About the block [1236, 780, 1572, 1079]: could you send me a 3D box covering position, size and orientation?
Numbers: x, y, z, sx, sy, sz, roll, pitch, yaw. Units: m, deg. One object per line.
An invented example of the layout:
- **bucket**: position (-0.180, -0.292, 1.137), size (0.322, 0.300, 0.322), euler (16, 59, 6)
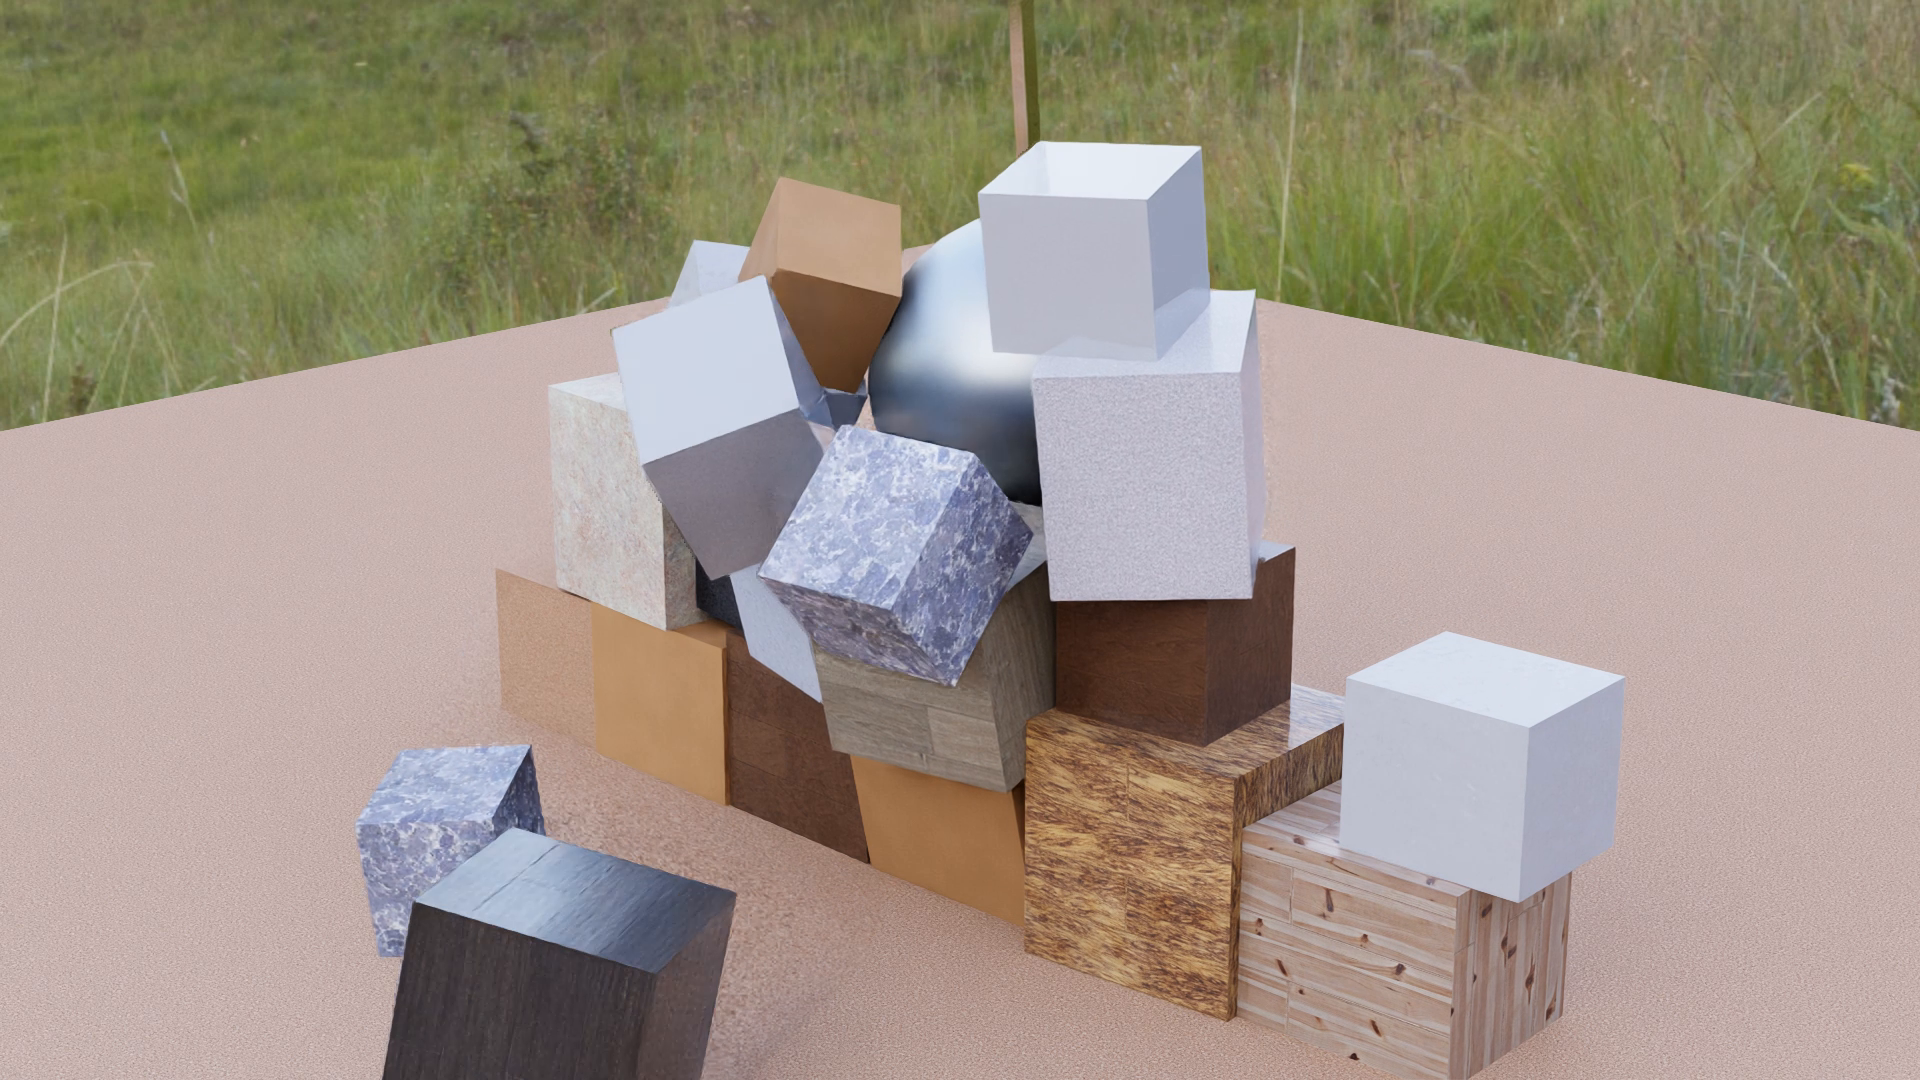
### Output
- **block**: position (1.813, 1.565, 11.967), size (1.009, 0.839, 0.888), euler (15, 23, 39)

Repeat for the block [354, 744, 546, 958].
- **block**: position (-2.197, 1.350, 12.795), size (0.595, 0.644, 0.710), euler (-3, 22, 7)

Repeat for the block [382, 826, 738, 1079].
- **block**: position (-1.483, 1.720, 10.893), size (0.929, 0.860, 0.922), euler (15, 14, 11)

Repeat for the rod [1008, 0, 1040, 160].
- **rod**: position (0.163, -3.899, 12.287), size (0.080, 5.200, 0.080), euler (17, 29, 42)

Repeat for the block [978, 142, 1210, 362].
- **block**: position (0.551, -1.167, 11.770), size (0.700, 0.669, 0.670), euler (5, 27, 23)

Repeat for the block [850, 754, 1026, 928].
- **block**: position (0.184, 1.071, 13.275), size (1.017, 0.834, 0.846), euler (16, 36, 41)

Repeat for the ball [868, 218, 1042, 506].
- **ball**: position (0.375, -0.731, 13.505), size (1.600, 1.600, 1.600), euler (0, 17, 0)

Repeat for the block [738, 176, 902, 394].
- **block**: position (-0.647, -1.157, 13.363), size (0.576, 0.658, 0.592), euler (12, 47, -16)

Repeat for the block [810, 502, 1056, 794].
- **block**: position (0.020, 0.412, 12.732), size (0.947, 0.860, 0.917), euler (11, 33, 35)

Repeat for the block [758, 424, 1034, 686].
- **block**: position (-0.253, 0.059, 11.886), size (0.673, 0.613, 0.741), euler (14, 66, 35)

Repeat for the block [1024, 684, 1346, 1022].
- **block**: position (1.028, 1.244, 12.595), size (1.053, 1.074, 1.084), euler (14, 22, 37)

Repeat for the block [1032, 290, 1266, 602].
- **block**: position (0.796, -0.395, 12.010), size (0.815, 0.972, 0.924), euler (-1, 25, 10)

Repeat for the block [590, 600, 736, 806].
- **block**: position (-1.163, 0.701, 14.759), size (0.929, 0.813, 1.010), euler (-17, 24, -42)

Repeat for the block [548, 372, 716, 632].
- **block**: position (-1.378, -0.258, 14.703), size (0.962, 1.050, 0.934), euler (-15, 23, -39)

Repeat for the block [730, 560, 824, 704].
- **block**: position (-0.592, 0.135, 13.411), size (0.694, 0.850, 0.683), euler (-25, 30, -25)

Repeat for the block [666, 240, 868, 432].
- **block**: position (-0.952, -0.822, 13.877), size (0.741, 0.692, 0.872), euler (6, 50, -21)

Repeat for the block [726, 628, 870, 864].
- **block**: position (-0.466, 0.880, 14.055), size (0.851, 0.894, 0.987), euler (-16, 24, -42)

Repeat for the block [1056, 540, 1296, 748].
- **block**: position (0.913, 0.376, 12.421), size (0.735, 0.686, 0.709), euler (12, 21, 34)

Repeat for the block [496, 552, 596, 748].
- **block**: position (-1.813, 0.514, 15.401), size (0.877, 0.784, 0.842), euler (-17, 24, -42)

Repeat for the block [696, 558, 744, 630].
- **block**: position (-0.815, 0.052, 14.140), size (0.661, 0.634, 0.690), euler (-12, 21, -34)

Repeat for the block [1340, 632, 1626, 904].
- **block**: position (2.055, 0.877, 11.563), size (0.819, 0.716, 0.723), euler (15, 23, 39)

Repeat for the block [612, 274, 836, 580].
- **block**: position (-0.961, -0.479, 12.648), size (0.700, 0.876, 0.774), euler (-20, 52, 4)
